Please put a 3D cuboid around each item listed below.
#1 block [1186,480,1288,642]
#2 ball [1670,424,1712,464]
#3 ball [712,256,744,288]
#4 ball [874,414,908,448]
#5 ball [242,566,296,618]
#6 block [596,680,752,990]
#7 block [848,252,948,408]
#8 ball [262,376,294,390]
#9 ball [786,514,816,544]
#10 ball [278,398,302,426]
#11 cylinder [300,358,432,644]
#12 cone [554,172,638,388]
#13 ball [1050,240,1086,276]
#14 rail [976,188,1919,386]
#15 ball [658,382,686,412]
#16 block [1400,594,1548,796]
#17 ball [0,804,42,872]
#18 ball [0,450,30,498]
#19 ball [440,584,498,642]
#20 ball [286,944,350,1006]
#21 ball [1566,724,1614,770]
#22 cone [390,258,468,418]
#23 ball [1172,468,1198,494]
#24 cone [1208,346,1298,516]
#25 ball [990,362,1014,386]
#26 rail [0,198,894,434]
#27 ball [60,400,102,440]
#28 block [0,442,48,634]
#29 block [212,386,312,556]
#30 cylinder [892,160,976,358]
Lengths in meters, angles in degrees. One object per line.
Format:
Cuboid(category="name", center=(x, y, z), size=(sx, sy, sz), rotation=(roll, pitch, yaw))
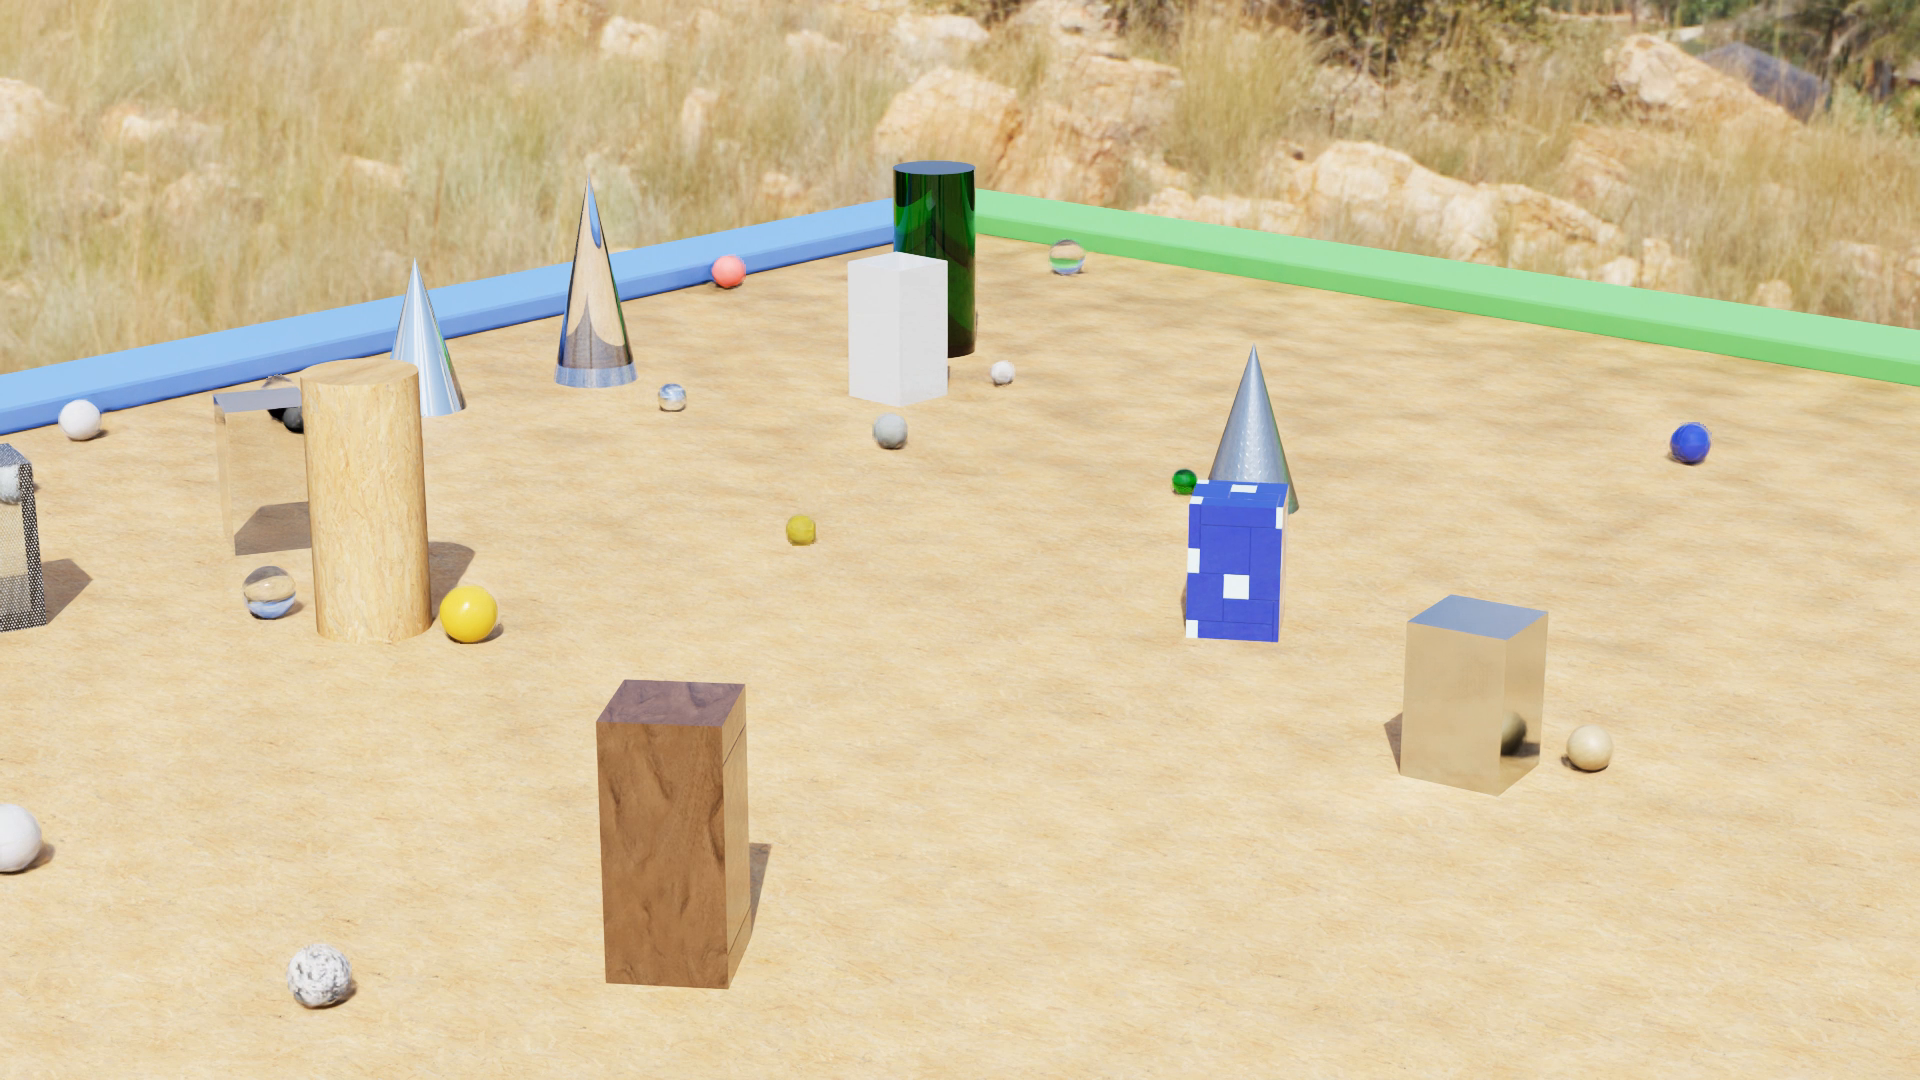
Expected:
Cuboid(category="block", center=(0.467, 0.034, 4.931), size=(0.154, 0.231, 0.154), rotation=(3, 17, 9))
Cuboid(category="ball", center=(1.482, -0.195, 5.950), size=(0.082, 0.082, 0.082), rotation=(0, 17, 0))
Cuboid(category="ball", center=(-0.602, -0.696, 7.608), size=(0.083, 0.083, 0.083), rotation=(0, 17, 0))
Cuboid(category="ball", center=(-0.143, -0.226, 6.068), size=(0.072, 0.072, 0.072), rotation=(0, 17, 0))
Cuboid(category="ball", center=(-1.177, 0.088, 4.998), size=(0.090, 0.090, 0.090), rotation=(0, 17, 0))
Cuboid(category="block", center=(-0.353, 0.364, 3.642), size=(0.154, 0.345, 0.154), rotation=(2, 17, 6))
Cuboid(category="block", center=(-0.137, -0.466, 6.465), size=(0.154, 0.302, 0.154), rotation=(15, 22, 40))
Cuboid(category="ball", center=(-1.474, -0.314, 6.347), size=(0.079, 0.079, 0.079), rotation=(0, 17, 0))
Cuboid(category="ball", center=(-0.294, -0.020, 5.411), size=(0.057, 0.057, 0.057), rotation=(0, 17, 0))
Cuboid(category="ball", center=(-1.424, -0.272, 6.246), size=(0.058, 0.058, 0.058), rotation=(0, 17, 0))
Cuboid(category="cylinder", center=(-0.991, -0.066, 4.900), size=(0.193, 0.441, 0.193), rotation=(0, 17, 0))
Cuboid(category="cone", center=(-0.827, -0.596, 6.596), size=(0.193, 0.476, 0.193), rotation=(0, 17, 0))
Cuboid(category="ball", center=(0.284, -0.749, 7.762), size=(0.095, 0.095, 0.095), rotation=(0, 17, 0))
Cuboid(category="rail", center=(1.661, -0.522, 6.952), size=(4.480, 0.125, 0.045), rotation=(14, 22, 39))
Cuboid(category="ball", center=(-0.625, -0.311, 6.366), size=(0.063, 0.063, 0.063), rotation=(0, 17, 0))
Cuboid(category="block", center=(0.752, 0.225, 4.288), size=(0.154, 0.238, 0.154), rotation=(11, 20, 32))
Cuboid(category="ball", center=(-1.286, 0.402, 3.953), size=(0.093, 0.093, 0.093), rotation=(0, 17, 0))
Cuboid(category="ball", center=(-1.860, -0.129, 5.715), size=(0.091, 0.091, 0.091), rotation=(0, 17, 0))
Cuboid(category="ball", center=(-0.817, 0.121, 4.876), size=(0.096, 0.096, 0.096), rotation=(0, 17, 0))
Cuboid(category="ball", center=(-0.779, 0.529, 3.562), size=(0.076, 0.076, 0.076), rotation=(0, 17, 0))
Cuboid(category="ball", center=(0.926, 0.306, 4.315), size=(0.068, 0.068, 0.068), rotation=(0, 17, 0))
Cuboid(category="cone", center=(-1.174, -0.451, 6.361), size=(0.193, 0.333, 0.193), rotation=(0, 17, 0))
Cuboid(category="ball", center=(0.440, -0.114, 5.736), size=(0.050, 0.050, 0.050), rotation=(0, 17, 0))
Cuboid(category="cone", center=(0.559, -0.222, 5.620), size=(0.193, 0.323, 0.193), rotation=(0, 17, 0))
Cuboid(category="ball", center=(0.093, -0.374, 6.595), size=(0.052, 0.052, 0.052), rotation=(0, 17, 0))
Cuboid(category="rail", center=(-1.673, -0.388, 6.511), size=(0.045, 0.125, 5.115), rotation=(14, 22, 39))
Cuboid(category="ball", center=(-1.839, -0.251, 6.131), size=(0.084, 0.084, 0.084), rotation=(0, 17, 0))
Cuboid(category="block", center=(-1.652, 0.001, 4.948), size=(0.154, 0.285, 0.154), rotation=(-10, 19, -30))
Cuboid(category="block", center=(-1.278, -0.128, 5.404), size=(0.154, 0.269, 0.154), rotation=(-6, 18, -20))
Cuboid(category="cylinder", center=(-0.060, -0.658, 6.875), size=(0.193, 0.433, 0.193), rotation=(0, 17, 0))
